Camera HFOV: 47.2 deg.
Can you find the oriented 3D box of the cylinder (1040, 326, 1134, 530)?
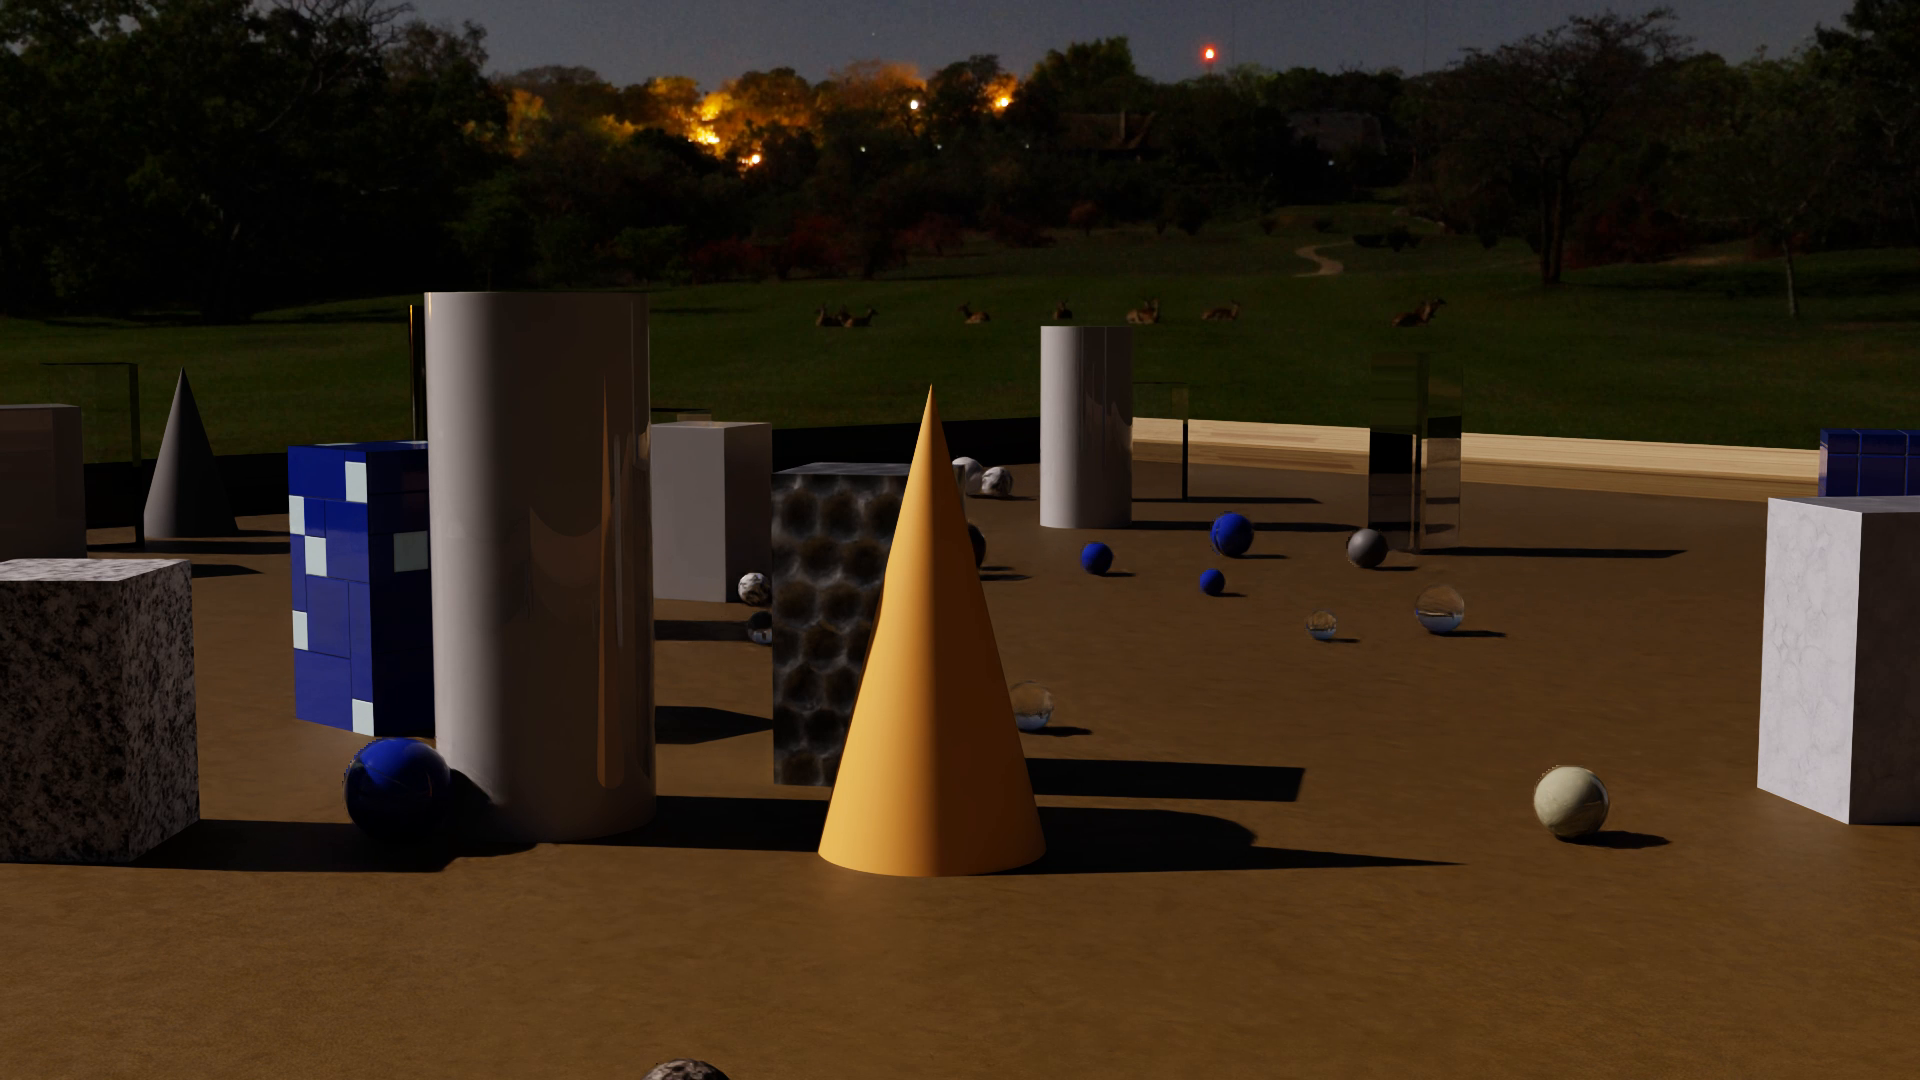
[{"bbox_3d":[0.260,-0.235,4.515,0.190,0.407,0.190,0,6,0],"label":"cylinder"}]

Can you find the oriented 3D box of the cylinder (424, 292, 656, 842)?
[{"bbox_3d":[-0.362,0.016,1.907,0.190,0.457,0.190,0,6,0],"label":"cylinder"}]

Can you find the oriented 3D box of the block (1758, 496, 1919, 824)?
[{"bbox_3d":[0.831,0.102,1.974,0.152,0.271,0.152,-1,6,-9],"label":"block"}]

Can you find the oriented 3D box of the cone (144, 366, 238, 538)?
[{"bbox_3d":[-1.531,-0.180,4.347,0.190,0.333,0.190,0,6,0],"label":"cone"}]

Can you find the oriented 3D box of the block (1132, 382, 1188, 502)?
[{"bbox_3d":[0.446,-0.230,5.120,0.152,0.271,0.152,0,6,-1],"label":"block"}]

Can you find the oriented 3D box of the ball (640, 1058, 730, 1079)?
[{"bbox_3d":[-0.142,0.297,1.126,0.061,0.061,0.061,0,6,0],"label":"ball"}]

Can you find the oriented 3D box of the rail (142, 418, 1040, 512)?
[{"bbox_3d":[-1.452,-0.133,4.897,5.069,0.123,0.045,-6,8,-42],"label":"rail"}]

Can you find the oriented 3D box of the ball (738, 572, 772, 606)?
[{"bbox_3d":[-0.308,0.074,3.297,0.050,0.050,0.050,0,6,0],"label":"ball"}]

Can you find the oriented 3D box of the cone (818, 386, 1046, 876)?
[{"bbox_3d":[-0.023,0.064,1.800,0.190,0.384,0.190,0,6,0],"label":"cone"}]

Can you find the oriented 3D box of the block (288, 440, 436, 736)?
[{"bbox_3d":[-0.615,0.046,2.382,0.152,0.297,0.152,6,8,42],"label":"block"}]

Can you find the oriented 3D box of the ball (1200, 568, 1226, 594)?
[{"bbox_3d":[0.393,0.065,3.422,0.041,0.041,0.041,0,6,0],"label":"ball"}]

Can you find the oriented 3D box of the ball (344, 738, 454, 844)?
[{"bbox_3d":[-0.467,0.209,1.832,0.089,0.089,0.089,0,6,0],"label":"ball"}]

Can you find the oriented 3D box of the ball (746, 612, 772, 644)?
[{"bbox_3d":[-0.262,0.116,2.921,0.044,0.044,0.044,0,6,0],"label":"ball"}]

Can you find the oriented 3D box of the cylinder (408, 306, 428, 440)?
[{"bbox_3d":[-0.665,-0.101,3.060,0.190,0.447,0.190,0,6,0],"label":"cylinder"}]

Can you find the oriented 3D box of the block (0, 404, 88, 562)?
[{"bbox_3d":[-1.590,-0.089,3.746,0.152,0.278,0.152,-4,7,-35],"label":"block"}]

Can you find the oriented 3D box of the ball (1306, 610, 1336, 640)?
[{"bbox_3d":[0.486,0.115,2.955,0.040,0.040,0.040,0,6,0],"label":"ball"}]

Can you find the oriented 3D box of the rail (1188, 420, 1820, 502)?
[{"bbox_3d":[1.845,-0.147,5.026,0.045,0.123,4.331,-6,8,-42],"label":"rail"}]

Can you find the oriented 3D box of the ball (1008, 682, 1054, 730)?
[{"bbox_3d":[0.073,0.175,2.322,0.052,0.052,0.052,0,6,0],"label":"ball"}]

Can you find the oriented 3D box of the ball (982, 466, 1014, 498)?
[{"bbox_3d":[0.087,-0.134,5.142,0.076,0.076,0.076,0,6,0],"label":"ball"}]

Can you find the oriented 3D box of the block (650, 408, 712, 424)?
[{"bbox_3d":[-0.629,-0.161,4.662,0.152,0.230,0.152,2,6,21],"label":"block"}]

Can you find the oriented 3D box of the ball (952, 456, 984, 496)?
[{"bbox_3d":[0.012,-0.150,5.210,0.093,0.093,0.093,0,6,0],"label":"ball"}]

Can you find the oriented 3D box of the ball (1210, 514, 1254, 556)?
[{"bbox_3d":[0.489,-0.009,3.950,0.078,0.078,0.078,0,6,0],"label":"ball"}]

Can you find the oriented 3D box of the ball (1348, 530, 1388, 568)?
[{"bbox_3d":[0.700,0.015,3.775,0.067,0.067,0.067,0,6,0],"label":"ball"}]

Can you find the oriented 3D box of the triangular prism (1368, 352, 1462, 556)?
[{"bbox_3d":[0.823,-0.165,4.059,0.142,0.364,0.164,4,7,35],"label":"triangular prism"}]

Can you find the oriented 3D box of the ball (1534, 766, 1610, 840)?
[{"bbox_3d":[0.515,0.221,1.850,0.061,0.061,0.061,0,6,0],"label":"ball"}]

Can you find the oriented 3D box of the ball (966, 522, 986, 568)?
[{"bbox_3d":[-0.004,0.014,3.648,0.095,0.095,0.095,0,6,0],"label":"ball"}]

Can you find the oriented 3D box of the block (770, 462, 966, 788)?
[{"bbox_3d":[-0.085,0.078,2.105,0.152,0.292,0.152,1,6,12],"label":"block"}]

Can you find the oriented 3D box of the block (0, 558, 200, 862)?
[{"bbox_3d":[-0.742,0.138,1.837,0.152,0.229,0.152,0,6,2],"label":"block"}]

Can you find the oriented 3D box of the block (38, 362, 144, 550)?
[{"bbox_3d":[-1.624,-0.159,4.112,0.152,0.341,0.152,-3,7,-29],"label":"block"}]

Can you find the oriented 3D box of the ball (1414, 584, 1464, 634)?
[{"bbox_3d":[0.657,0.094,3.014,0.068,0.068,0.068,0,6,0],"label":"ball"}]

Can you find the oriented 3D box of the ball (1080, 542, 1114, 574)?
[{"bbox_3d":[0.230,0.031,3.685,0.054,0.054,0.054,0,6,0],"label":"ball"}]

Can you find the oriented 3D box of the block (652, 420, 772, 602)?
[{"bbox_3d":[-0.394,-0.047,3.415,0.152,0.265,0.152,3,7,23],"label":"block"}]

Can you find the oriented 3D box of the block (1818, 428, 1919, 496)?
[{"bbox_3d":[1.334,-0.025,3.200,0.152,0.266,0.152,2,6,17],"label":"block"}]
